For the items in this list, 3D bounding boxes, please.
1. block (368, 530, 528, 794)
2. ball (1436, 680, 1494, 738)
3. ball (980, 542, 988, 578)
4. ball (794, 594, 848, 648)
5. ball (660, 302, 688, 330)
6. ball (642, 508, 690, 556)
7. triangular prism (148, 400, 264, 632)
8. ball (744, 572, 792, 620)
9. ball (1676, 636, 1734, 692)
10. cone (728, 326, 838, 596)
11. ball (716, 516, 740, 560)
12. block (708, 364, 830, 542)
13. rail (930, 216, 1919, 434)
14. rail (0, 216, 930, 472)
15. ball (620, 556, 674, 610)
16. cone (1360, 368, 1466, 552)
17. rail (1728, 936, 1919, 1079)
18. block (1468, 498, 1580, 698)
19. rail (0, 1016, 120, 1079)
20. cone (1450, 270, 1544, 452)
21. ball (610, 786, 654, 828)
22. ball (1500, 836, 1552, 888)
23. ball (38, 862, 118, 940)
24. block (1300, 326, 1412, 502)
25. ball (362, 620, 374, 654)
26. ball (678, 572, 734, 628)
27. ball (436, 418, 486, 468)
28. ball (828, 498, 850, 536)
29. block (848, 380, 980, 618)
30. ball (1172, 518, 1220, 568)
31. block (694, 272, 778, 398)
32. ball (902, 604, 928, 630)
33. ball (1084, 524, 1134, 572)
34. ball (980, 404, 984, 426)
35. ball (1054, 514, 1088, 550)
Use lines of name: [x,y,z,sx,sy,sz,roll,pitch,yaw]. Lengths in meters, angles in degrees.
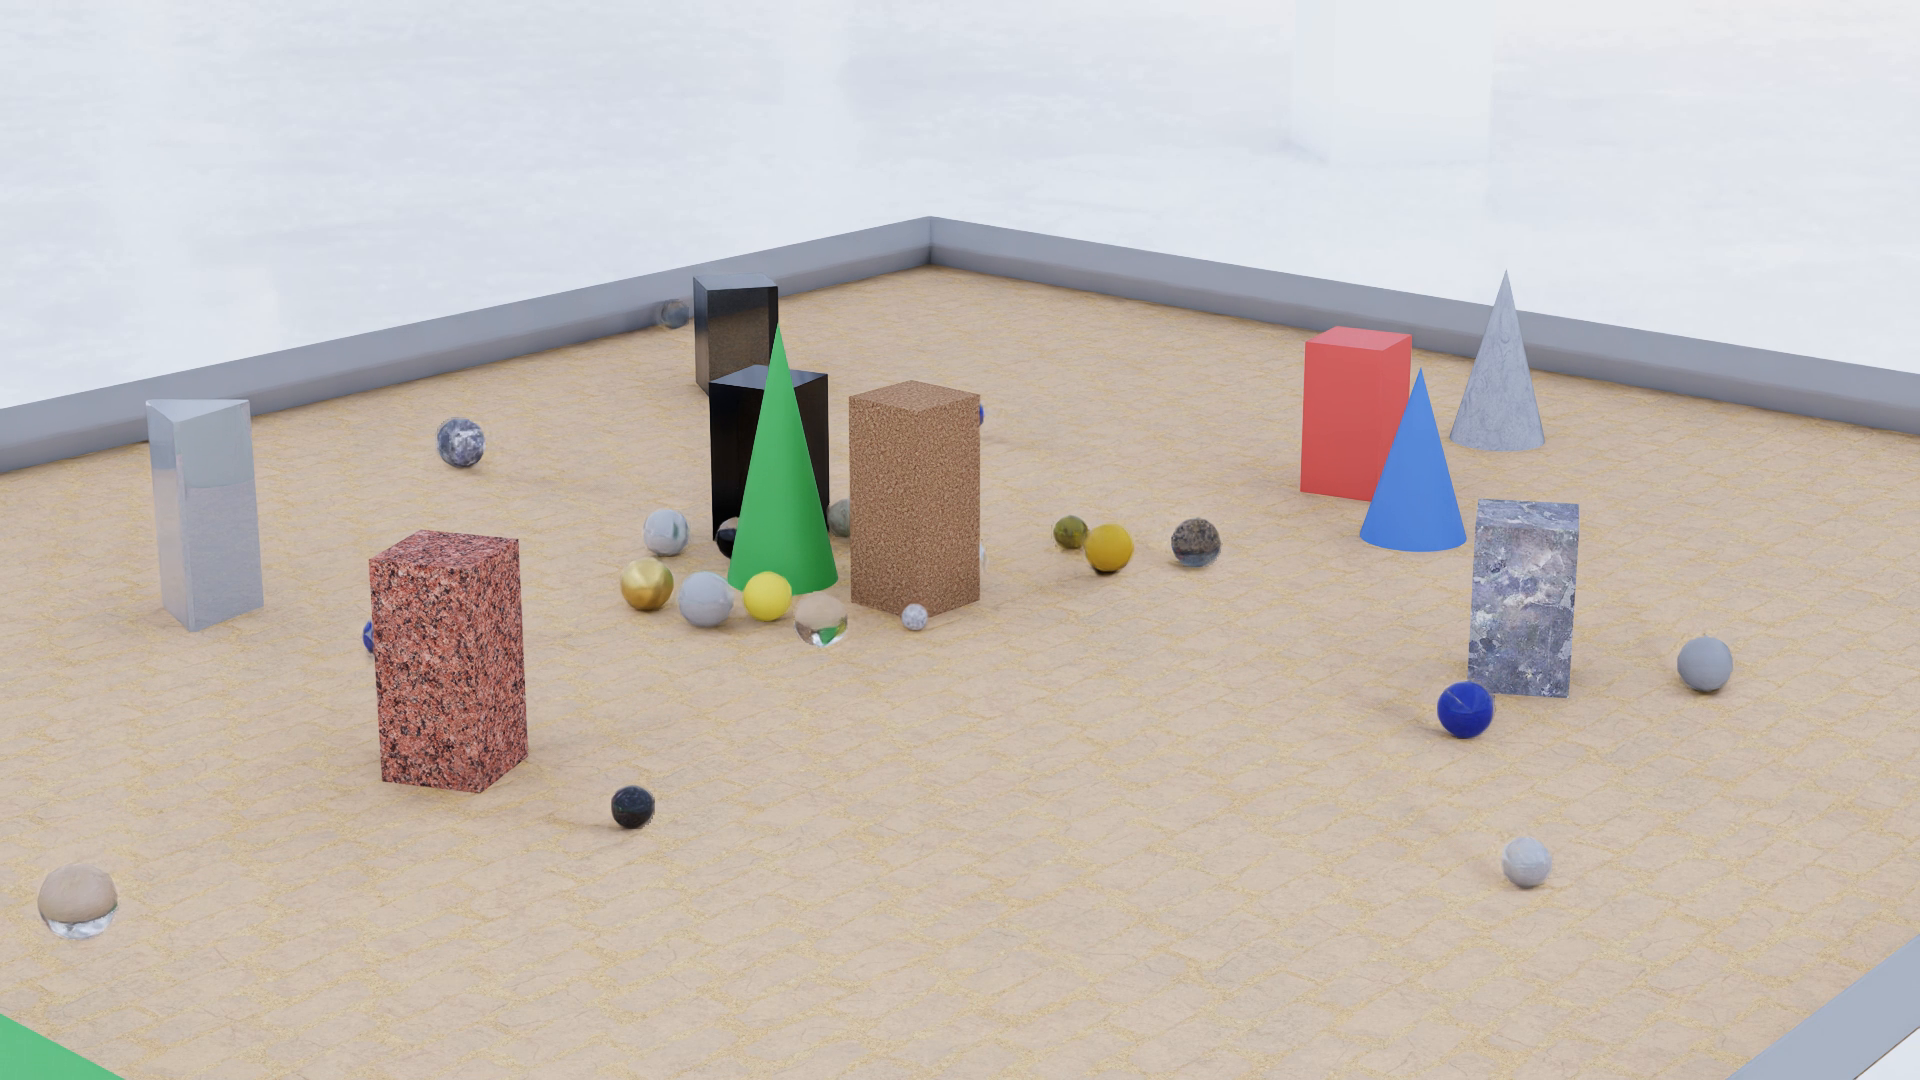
block: [-0.745,0.176,4.284,0.159,0.339,0.159,5,18,17]
ball: [0.768,0.257,4.452,0.087,0.087,0.087,0,17,0]
ball: [0.007,0.035,5.189,0.086,0.086,0.086,0,17,0]
ball: [-0.230,0.133,4.858,0.089,0.089,0.089,0,17,0]
ball: [-0.697,-0.548,7.155,0.067,0.067,0.067,0,17,0]
ball: [-0.536,-0.014,5.349,0.087,0.087,0.087,0,17,0]
triangular prism: [-1.314,-0.052,4.993,0.149,0.365,0.172,10,19,29]
ball: [-0.327,0.096,4.991,0.084,0.084,0.084,0,17,0]
ball: [1.182,0.196,4.652,0.087,0.087,0.087,0,17,0]
cone: [-0.316,-0.155,5.158,0.198,0.468,0.198,0,17,0]
ball: [-0.403,-0.002,5.325,0.079,0.079,0.079,0,17,0]
block: [-0.352,-0.152,5.434,0.159,0.304,0.159,9,19,27]
rail: [1.398,-0.432,6.662,3.963,0.129,0.045,14,22,39]
rail: [-1.478,-0.338,6.349,0.045,0.129,4.314,14,22,39]
ball: [-0.539,0.075,5.043,0.093,0.093,0.093,0,17,0]
cone: [0.846,-0.162,5.430,0.198,0.325,0.198,0,17,0]
rail: [1.478,0.403,3.891,0.045,0.129,4.314,14,22,39]
block: [0.898,0.091,4.675,0.159,0.274,0.159,3,17,11]
rail: [-1.398,0.497,3.578,3.963,0.129,0.045,14,22,39]
cone: [1.128,-0.387,6.104,0.198,0.366,0.198,0,17,0]
ball: [-0.460,0.374,4.109,0.060,0.060,0.060,0,17,0]
ball: [0.755,0.430,3.913,0.067,0.067,0.067,0,17,0]
ball: [-1.128,0.462,3.749,0.099,0.099,0.099,0,17,0]
block: [0.777,-0.249,5.756,0.159,0.302,0.159,9,19,28]
ball: [-0.947,0.158,4.812,0.068,0.068,0.068,0,17,0]
ball: [-0.429,0.101,4.955,0.095,0.095,0.095,0,17,0]
ball: [-1.009,-0.196,5.933,0.099,0.099,0.099,0,17,0]
ball: [-0.211,-0.042,5.469,0.071,0.071,0.071,0,17,0]
block: [-0.077,-0.070,5.046,0.159,0.369,0.159,14,22,39]
ball: [0.425,0.004,5.285,0.089,0.089,0.089,0,17,0]
block: [-0.500,-0.459,6.554,0.159,0.244,0.159,-5,17,-15]
ball: [-0.076,0.129,4.947,0.045,0.045,0.045,0,17,0]
ball: [0.266,0.014,5.256,0.088,0.088,0.088,0,17,0]
ball: [0.017,-0.265,6.211,0.071,0.071,0.071,0,17,0]
ball: [0.204,-0.014,5.388,0.065,0.065,0.065,0,17,0]
